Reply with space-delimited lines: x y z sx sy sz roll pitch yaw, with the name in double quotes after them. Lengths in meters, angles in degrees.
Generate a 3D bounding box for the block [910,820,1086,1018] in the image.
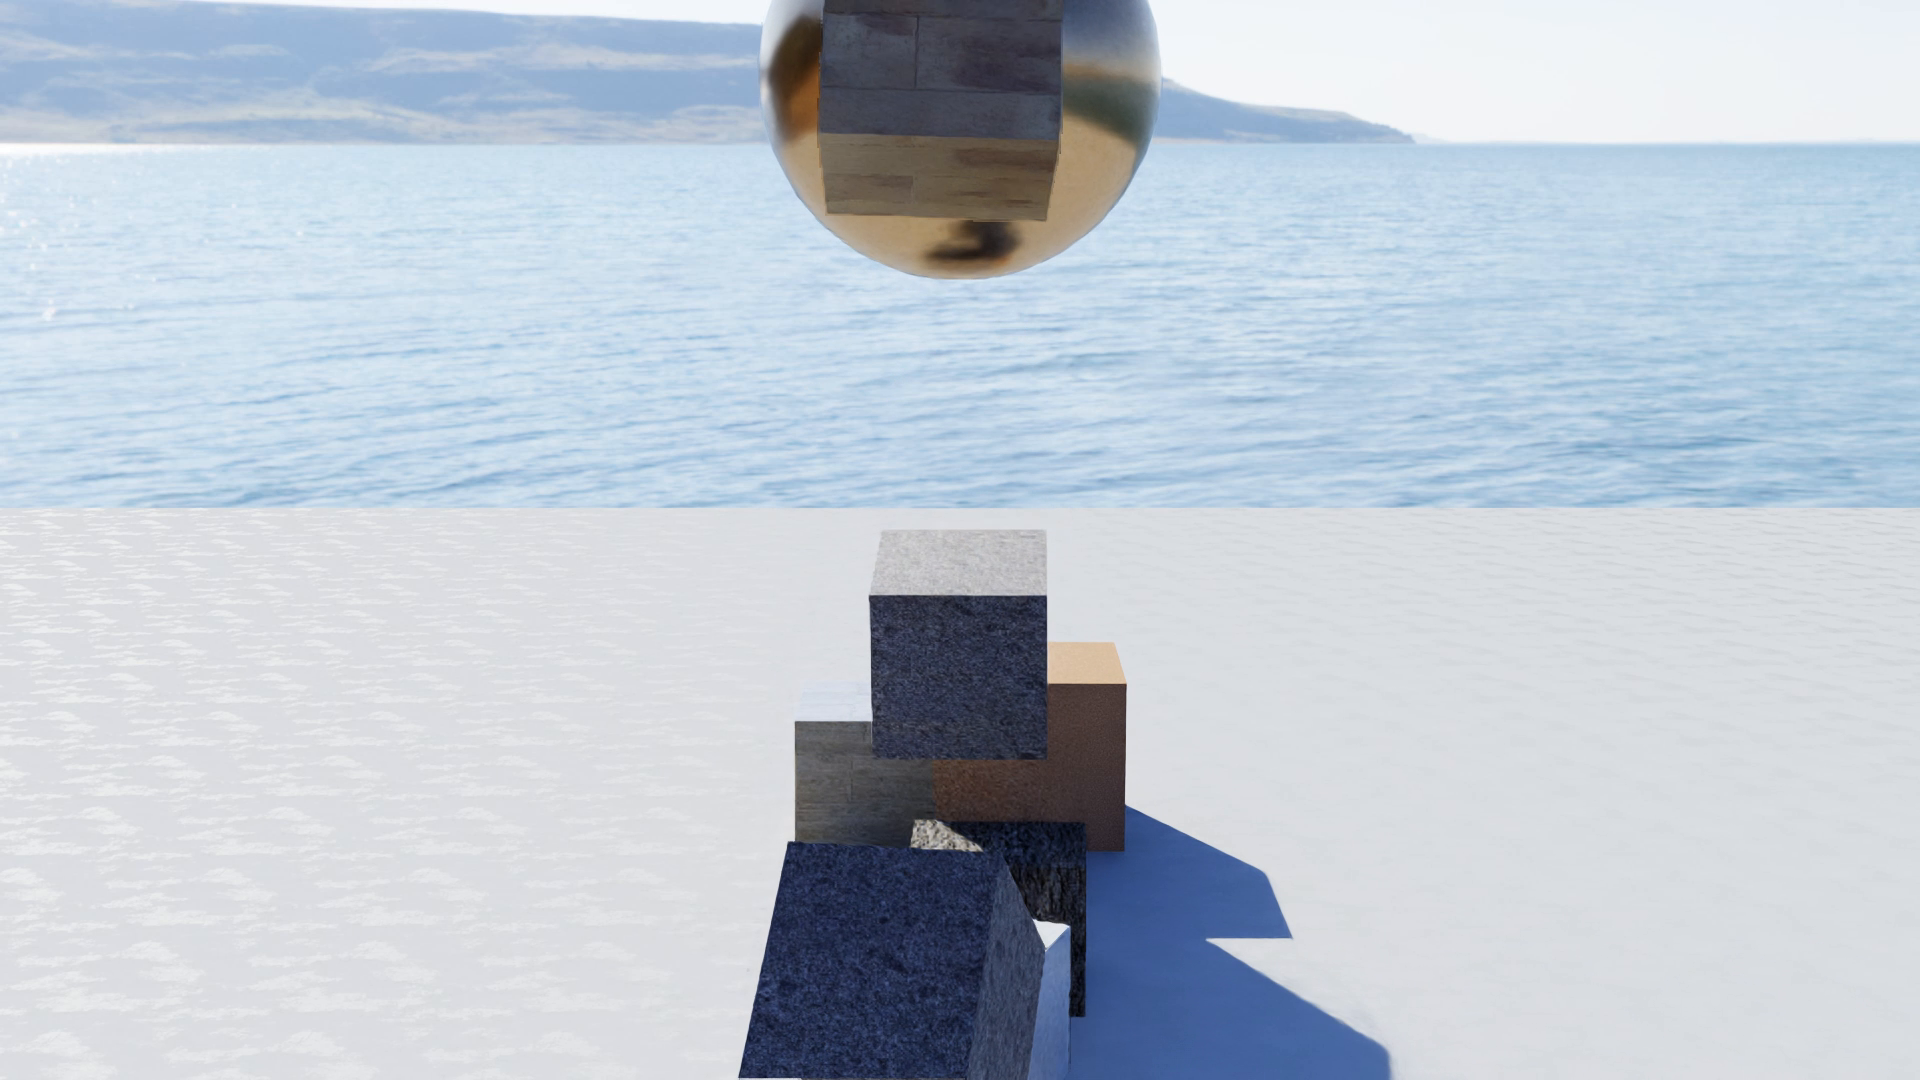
0.159 1.568 9.174 0.727 0.632 0.595 0 10 3 "block"

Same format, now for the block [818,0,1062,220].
-0.062 -1.590 7.337 0.757 0.816 0.720 2 -12 -1 "block"

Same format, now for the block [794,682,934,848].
-0.482 1.151 11.382 0.684 0.663 0.812 0 10 0 "block"

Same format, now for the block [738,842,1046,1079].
-0.194 1.536 7.091 0.710 0.836 0.767 1 -33 15 "block"

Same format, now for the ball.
0.000 -1.832 8.723 1.600 1.600 1.600 0 10 0 "ball"

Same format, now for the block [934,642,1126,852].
0.347 1.052 11.369 0.953 0.863 0.907 0 10 0 "block"

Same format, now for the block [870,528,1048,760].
0.010 0.471 10.301 0.790 0.793 0.933 0 19 2 "block"

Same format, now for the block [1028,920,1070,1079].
0.063 1.769 8.190 0.542 0.586 0.555 4 11 21 "block"
